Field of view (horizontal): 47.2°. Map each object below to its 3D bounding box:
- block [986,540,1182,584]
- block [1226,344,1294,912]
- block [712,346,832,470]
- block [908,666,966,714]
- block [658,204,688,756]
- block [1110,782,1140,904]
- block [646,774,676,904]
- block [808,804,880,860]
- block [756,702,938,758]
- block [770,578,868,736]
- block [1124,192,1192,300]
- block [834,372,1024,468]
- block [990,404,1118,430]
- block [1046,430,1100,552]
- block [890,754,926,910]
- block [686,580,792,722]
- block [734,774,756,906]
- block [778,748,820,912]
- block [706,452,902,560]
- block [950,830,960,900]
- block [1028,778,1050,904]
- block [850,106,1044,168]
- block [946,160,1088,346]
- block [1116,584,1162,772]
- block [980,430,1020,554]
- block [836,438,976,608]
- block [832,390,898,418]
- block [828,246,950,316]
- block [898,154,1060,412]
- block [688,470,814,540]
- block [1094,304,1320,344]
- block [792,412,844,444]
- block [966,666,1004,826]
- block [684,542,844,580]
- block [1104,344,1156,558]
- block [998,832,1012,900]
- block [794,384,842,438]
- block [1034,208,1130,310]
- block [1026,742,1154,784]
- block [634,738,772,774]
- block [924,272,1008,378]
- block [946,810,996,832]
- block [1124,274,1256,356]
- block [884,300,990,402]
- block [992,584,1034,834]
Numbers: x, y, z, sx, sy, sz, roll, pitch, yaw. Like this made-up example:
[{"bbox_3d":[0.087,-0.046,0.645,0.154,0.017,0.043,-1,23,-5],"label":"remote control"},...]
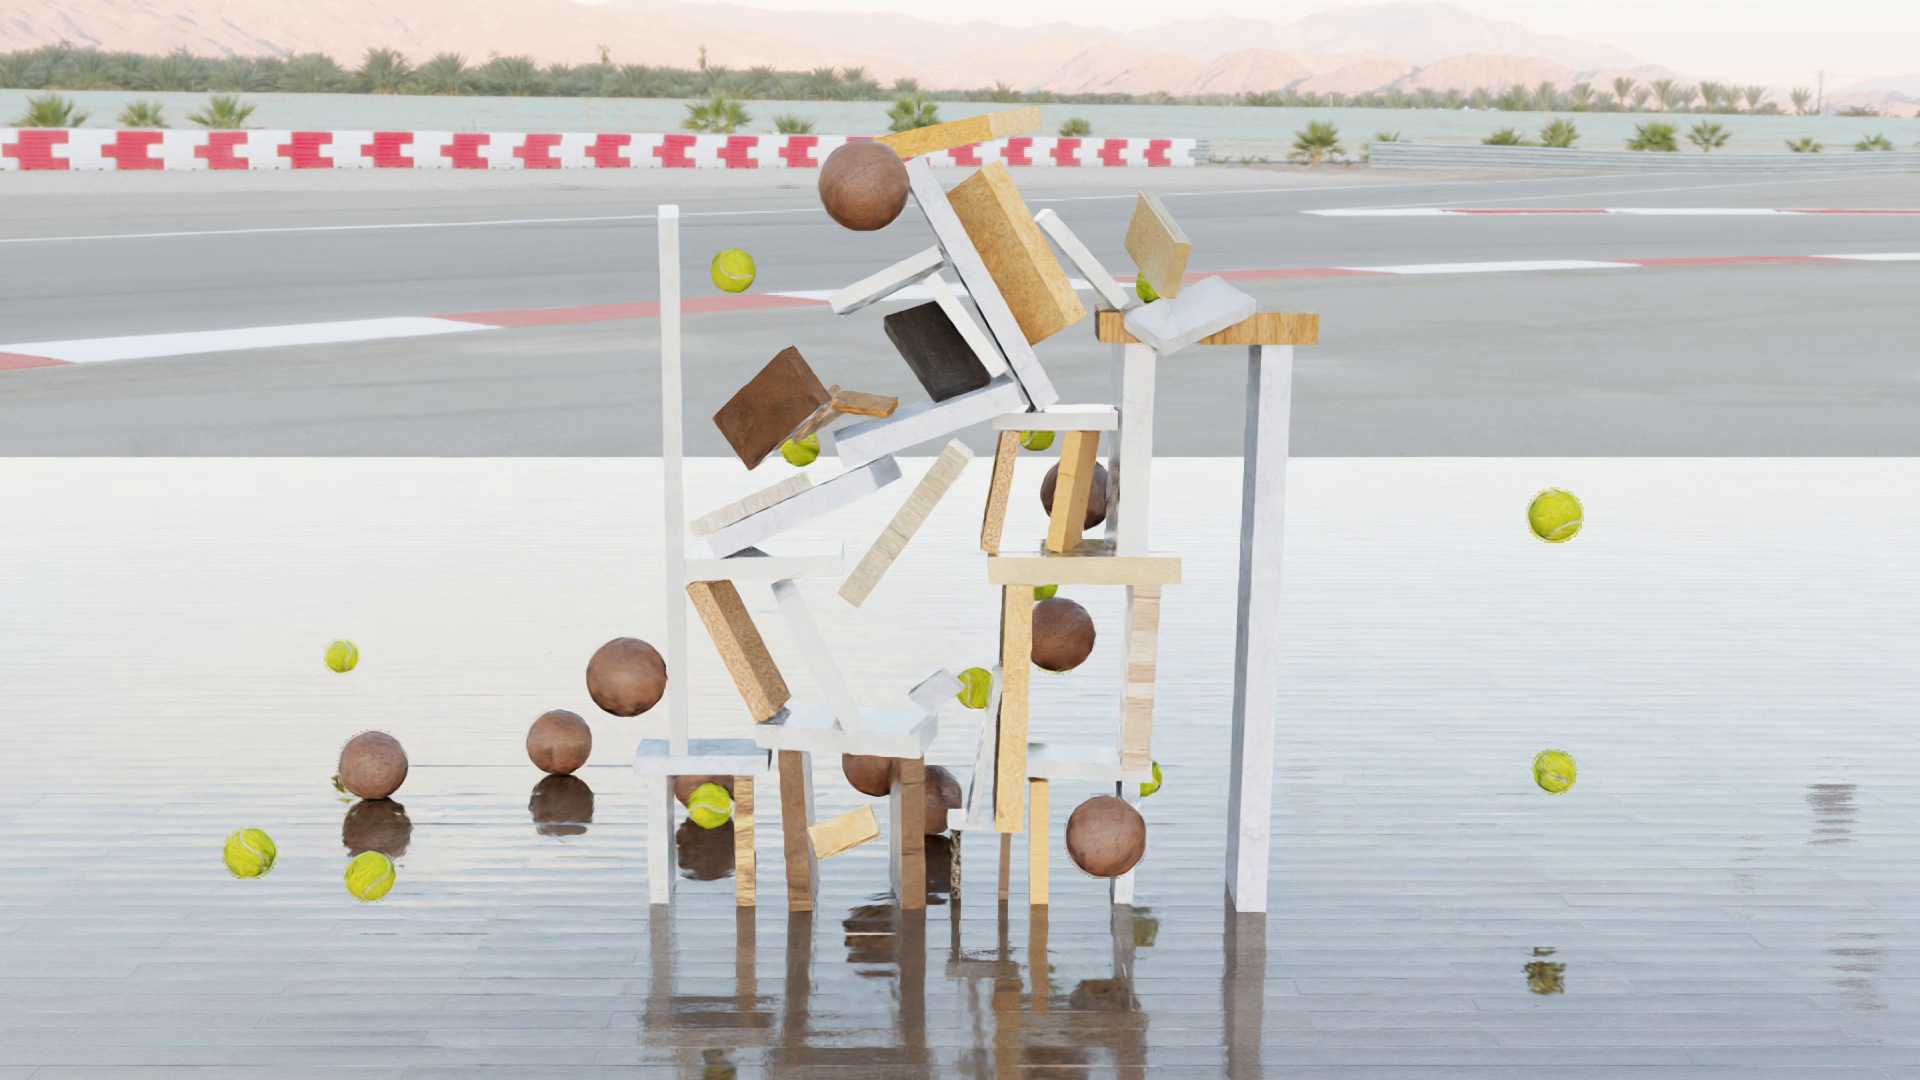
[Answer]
[{"bbox_3d":[0.198,0.035,3.559,0.307,0.043,0.153,0,11,0],"label":"block"},{"bbox_3d":[0.484,0.135,3.581,0.048,0.925,0.169,1,11,0],"label":"block"},{"bbox_3d":[-0.291,-0.202,3.390,0.204,0.102,0.029,-38,-4,41],"label":"block"},{"bbox_3d":[-0.038,0.244,3.568,0.095,0.048,0.014,-37,17,43],"label":"block"},{"bbox_3d":[-0.453,-0.082,3.482,0.029,0.882,0.102,-1,19,-8],"label":"block"},{"bbox_3d":[0.274,0.487,3.652,0.029,0.207,0.103,3,10,-1],"label":"block"},{"bbox_3d":[-0.496,0.481,3.653,0.031,0.219,0.109,0,10,-1],"label":"block"},{"bbox_3d":[-0.165,0.418,3.149,0.095,0.048,0.014,-23,-28,7],"label":"block"},{"bbox_3d":[-0.183,0.308,3.578,0.272,0.039,0.136,3,12,12],"label":"block"},{"bbox_3d":[-0.225,0.184,3.496,0.035,0.248,0.124,-27,15,-4],"label":"block"},{"bbox_3d":[0.304,-0.455,3.392,0.026,0.093,0.186,4,31,-18],"label":"block"},{"bbox_3d":[-0.053,-0.190,3.469,0.293,0.042,0.147,-19,11,-1],"label":"block"},{"bbox_3d":[0.148,-0.196,3.511,0.198,0.028,0.099,0,11,-1],"label":"block"},{"bbox_3d":[0.183,-0.086,3.544,0.028,0.198,0.099,14,15,19],"label":"block"},{"bbox_3d":[-0.088,0.457,3.637,0.039,0.272,0.136,-2,10,-10],"label":"block"},{"bbox_3d":[-0.360,0.167,3.588,0.035,0.248,0.124,-26,5,12],"label":"block"},{"bbox_3d":[-0.357,0.483,3.644,0.031,0.219,0.109,-1,10,-5],"label":"block"},{"bbox_3d":[-0.265,0.458,3.622,0.039,0.272,0.136,-3,12,2],"label":"block"},{"bbox_3d":[-0.247,-0.054,3.500,0.293,0.042,0.147,-23,4,17],"label":"block"},{"bbox_3d":[-0.007,0.532,3.661,0.017,0.117,0.059,0,11,0],"label":"block"},{"bbox_3d":[0.130,0.488,3.652,0.029,0.207,0.104,0,11,0],"label":"block"},{"bbox_3d":[-0.022,-0.634,3.457,0.275,0.039,0.137,-4,12,38],"label":"block"},{"bbox_3d":[0.085,-0.445,3.437,0.039,0.274,0.137,-32,4,-27],"label":"block"},{"bbox_3d":[0.291,0.207,3.594,0.043,0.307,0.153,3,11,0],"label":"block"},{"bbox_3d":[0.064,-0.085,3.534,0.028,0.198,0.099,10,10,-3],"label":"block"},{"bbox_3d":[-0.084,-0.029,3.499,0.042,0.293,0.147,37,8,-1],"label":"block"},{"bbox_3d":[-0.150,-0.216,3.498,0.094,0.013,0.047,9,33,20],"label":"block"},{"bbox_3d":[-0.110,-0.406,3.448,0.187,0.027,0.094,-25,-1,6],"label":"block"},{"bbox_3d":[0.028,-0.407,3.471,0.039,0.435,0.137,-30,10,1],"label":"block"},{"bbox_3d":[-0.337,-0.057,3.541,0.204,0.029,0.102,-24,3,-4],"label":"block"},{"bbox_3d":[0.386,-0.342,3.483,0.338,0.048,0.169,1,10,1],"label":"block"},{"bbox_3d":[-0.230,-0.184,3.535,0.047,0.013,0.095,-36,7,-37],"label":"block"},{"bbox_3d":[0.039,0.334,3.567,0.014,0.272,0.048,7,24,-6],"label":"block"},{"bbox_3d":[-0.314,0.034,3.555,0.247,0.035,0.124,-2,10,0],"label":"block"},{"bbox_3d":[0.272,-0.154,3.525,0.048,0.338,0.169,1,10,-3],"label":"block"},{"bbox_3d":[0.074,0.532,3.661,0.017,0.117,0.058,2,11,-1],"label":"block"},{"bbox_3d":[-0.228,-0.205,3.500,0.013,0.094,0.047,42,21,-14],"label":"block"},{"bbox_3d":[0.189,-0.440,3.438,0.026,0.186,0.093,-43,10,3],"label":"block"},{"bbox_3d":[0.210,0.367,3.631,0.207,0.029,0.104,3,11,-1],"label":"block"},{"bbox_3d":[-0.423,0.357,3.635,0.219,0.031,0.109,0,10,-1],"label":"block"},{"bbox_3d":[0.009,-0.338,3.467,0.027,0.187,0.094,-36,3,4],"label":"block"},{"bbox_3d":[0.038,0.465,3.646,0.117,0.017,0.058,2,11,-2],"label":"block"},{"bbox_3d":[0.352,-0.345,3.365,0.186,0.026,0.093,-26,46,-28],"label":"block"},{"bbox_3d":[-0.038,-0.299,3.477,0.094,0.027,0.187,-19,52,-19],"label":"block"},{"bbox_3d":[0.086,0.259,3.599,0.043,0.410,0.153,2,11,-2],"label":"block"}]
